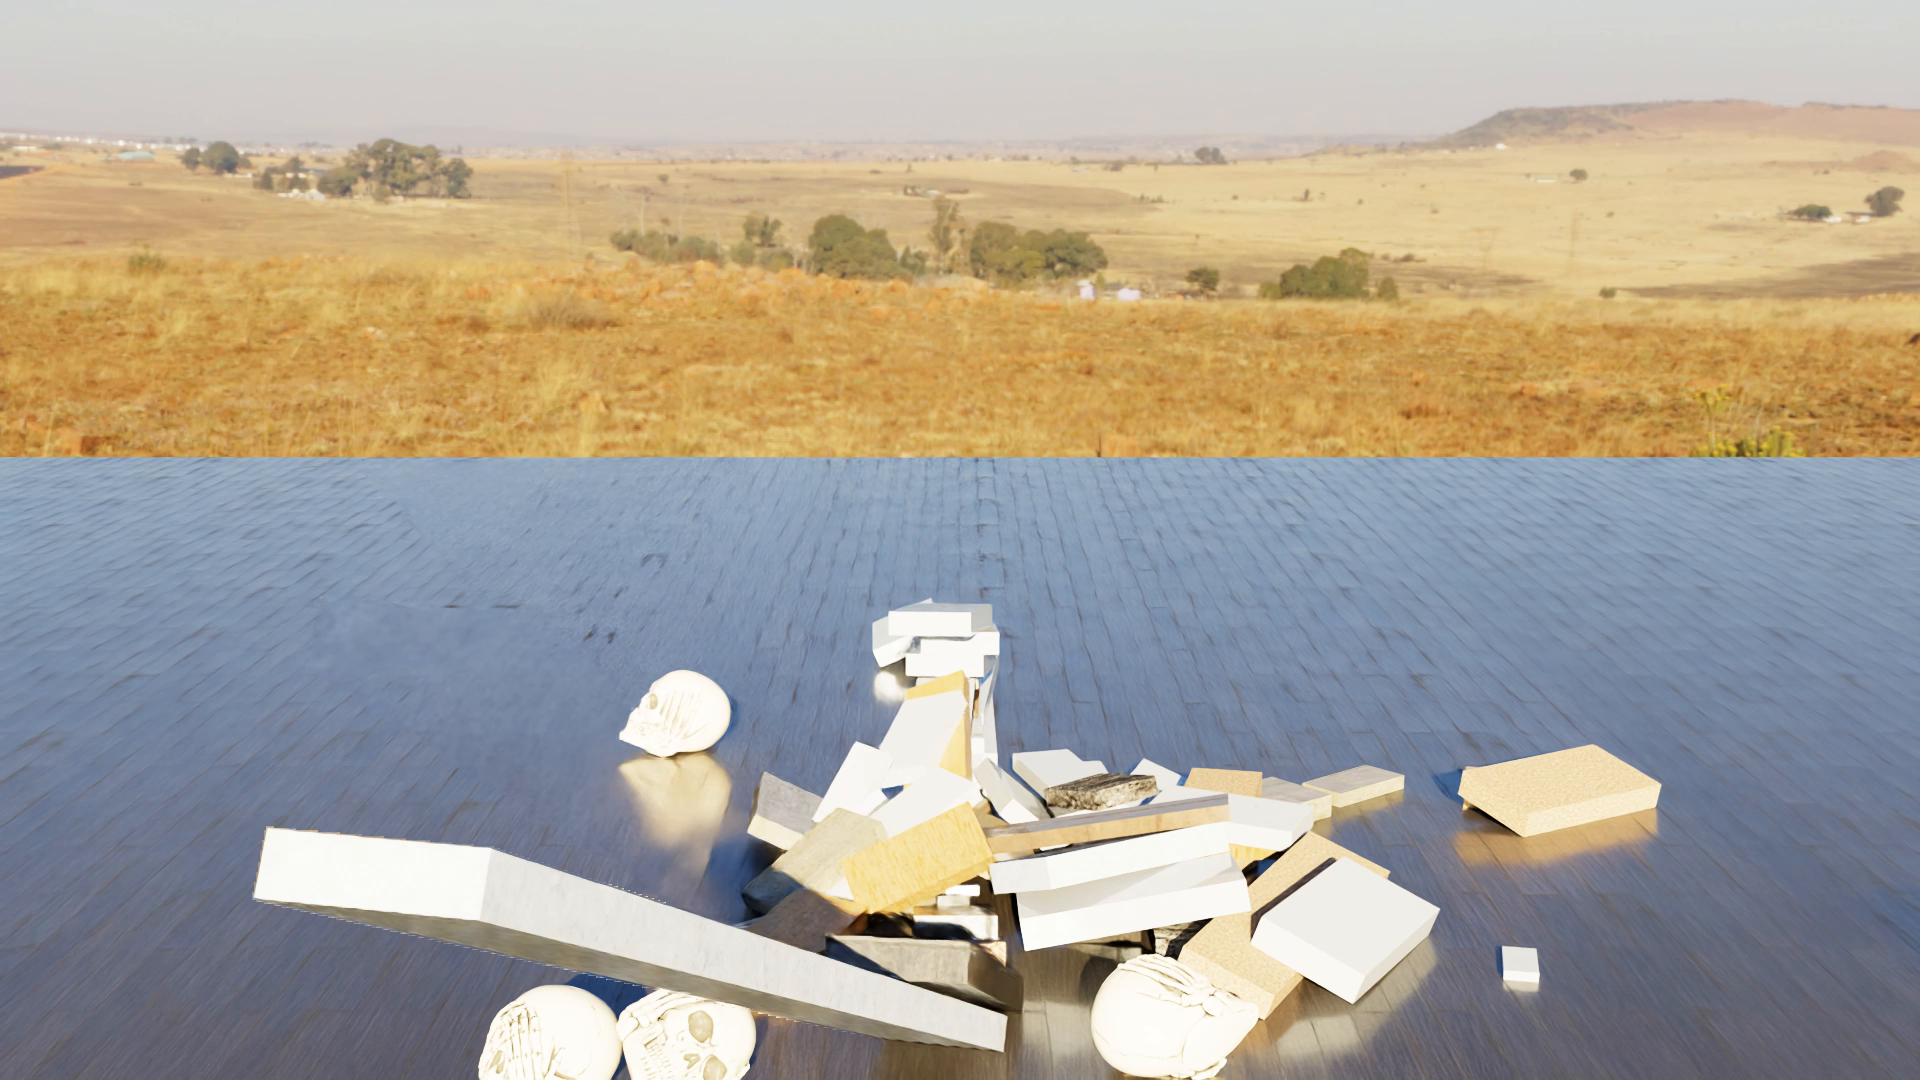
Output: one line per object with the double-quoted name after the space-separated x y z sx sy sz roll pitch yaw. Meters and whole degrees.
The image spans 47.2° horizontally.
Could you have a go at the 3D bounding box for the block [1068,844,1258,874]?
0.352 0.539 3.828 0.297 0.042 0.148 7 13 33 "block"

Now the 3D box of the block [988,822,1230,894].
0.239 0.506 3.506 0.344 0.049 0.172 -6 -7 -31 "block"

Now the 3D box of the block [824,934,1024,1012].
-0.034 0.575 2.893 0.172 0.049 0.629 2 -15 8 "block"

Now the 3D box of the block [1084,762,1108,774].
0.234 0.472 4.216 0.113 0.032 0.225 -1 11 -7 "block"

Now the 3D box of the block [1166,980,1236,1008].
0.356 0.666 3.221 0.102 0.014 0.051 2 11 11 "block"

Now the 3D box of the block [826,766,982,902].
-0.125 0.499 3.668 0.335 0.033 0.116 -35 29 -25 "block"

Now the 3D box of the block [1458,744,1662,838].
1.121 0.465 4.108 0.344 0.049 0.172 -6 25 -31 "block"

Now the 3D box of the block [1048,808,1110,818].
0.215 0.491 3.972 0.095 0.027 0.189 -13 0 -4 "block"

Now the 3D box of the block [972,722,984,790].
-0.007 0.417 4.274 0.103 0.029 0.362 0 11 1 "block"

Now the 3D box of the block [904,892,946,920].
-0.067 0.579 3.590 0.015 0.054 0.108 -40 -10 27 "block"

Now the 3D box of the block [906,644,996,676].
-0.015 0.243 4.491 0.153 0.043 0.307 0 1 6 "block"

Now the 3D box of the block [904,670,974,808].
-0.040 0.377 4.006 0.118 0.034 0.465 -21 23 8 "block"

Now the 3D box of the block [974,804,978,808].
-0.021 0.509 3.910 0.068 0.019 0.137 3 34 18 "block"

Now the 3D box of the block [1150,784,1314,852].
0.460 0.477 3.774 0.263 0.037 0.130 6 16 24 "block"

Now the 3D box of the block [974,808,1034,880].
0.061 0.527 3.755 0.132 0.037 0.264 25 7 -9 "block"

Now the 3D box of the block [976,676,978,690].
-0.021 0.281 4.538 0.116 0.033 0.231 0 1 0 "block"

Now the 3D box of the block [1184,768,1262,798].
0.470 0.470 3.982 0.130 0.037 0.260 2 11 13 "block"

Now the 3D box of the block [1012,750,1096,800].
0.187 0.447 4.177 0.113 0.032 0.225 -3 11 -16 "block"

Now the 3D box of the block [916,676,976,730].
-0.033 0.333 4.264 0.116 0.033 0.302 0 20 3 "block"

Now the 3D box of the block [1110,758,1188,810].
0.352 0.477 4.119 0.094 0.027 0.270 24 16 12 "block"

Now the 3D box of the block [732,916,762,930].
-0.323 0.621 3.439 0.161 0.023 0.081 -9 14 -40 "block"

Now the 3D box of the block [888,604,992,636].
-0.035 0.158 4.390 0.160 0.045 0.320 0 1 8 "block"

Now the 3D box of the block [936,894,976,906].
-0.005 0.583 3.564 0.054 0.015 0.108 -1 -9 6 "block"

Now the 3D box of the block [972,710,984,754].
-0.007 0.377 4.328 0.103 0.029 0.206 0 11 -1 "block"

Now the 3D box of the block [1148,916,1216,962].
0.364 0.604 3.491 0.132 0.037 0.264 0 11 0 "block"

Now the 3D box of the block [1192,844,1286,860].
0.453 0.518 3.753 0.189 0.027 0.094 0 11 -3 "block"

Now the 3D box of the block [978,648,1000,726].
-0.008 0.320 4.758 0.153 0.043 0.571 1 11 4 "block"

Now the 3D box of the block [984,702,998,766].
-0.011 0.322 4.989 0.160 0.045 1.325 0 11 0 "block"

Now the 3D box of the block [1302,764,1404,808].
0.757 0.472 4.229 0.188 0.027 0.094 -9 14 -39 "block"

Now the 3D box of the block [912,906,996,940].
-0.009 0.589 3.390 0.125 0.035 0.249 0 -6 -1 "block"

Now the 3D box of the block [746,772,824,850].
-0.308 0.494 3.938 0.130 0.037 0.260 25 9 -6 "block"

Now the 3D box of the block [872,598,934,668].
-0.130 0.223 5.347 0.160 0.045 0.319 -23 10 2 "block"

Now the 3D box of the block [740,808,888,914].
-0.239 0.533 3.615 0.116 0.033 0.231 11 41 47 "block"

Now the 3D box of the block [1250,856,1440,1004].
0.593 0.590 3.360 0.172 0.049 0.345 28 21 24 "block"

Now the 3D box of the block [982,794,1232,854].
0.228 0.463 3.572 0.422 0.027 0.094 -9 3 8 "block"

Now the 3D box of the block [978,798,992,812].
0.004 0.497 4.008 0.068 0.019 0.137 3 11 18 "block"

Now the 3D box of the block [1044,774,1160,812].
0.252 0.452 3.950 0.118 0.034 0.237 -13 0 -20 "block"

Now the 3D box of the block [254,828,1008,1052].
-0.213 0.455 2.290 0.172 0.049 1.662 3 -15 15 "block"

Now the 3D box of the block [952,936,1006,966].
0.002 0.609 3.252 0.125 0.035 0.249 0 -8 0 "block"

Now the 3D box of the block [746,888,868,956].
-0.250 0.611 3.376 0.125 0.035 0.249 12 18 20 "block"

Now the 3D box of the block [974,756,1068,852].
0.107 0.479 3.949 0.132 0.037 0.264 41 2 -14 "block"

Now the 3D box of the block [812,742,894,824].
-0.189 0.441 3.894 0.081 0.161 0.023 16 -20 40 "block"

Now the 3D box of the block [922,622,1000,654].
-0.002 0.200 4.488 0.153 0.043 0.307 0 1 -1 "block"

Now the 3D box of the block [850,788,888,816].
-0.160 0.488 3.806 0.081 0.023 0.161 -39 -19 -14 "block"

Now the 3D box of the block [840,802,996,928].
-0.067 0.520 3.533 0.231 0.033 0.116 -25 49 -1 "block"

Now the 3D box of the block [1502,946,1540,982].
0.851 0.644 3.340 0.051 0.014 0.102 2 11 12 "block"

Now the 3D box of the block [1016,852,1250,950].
0.263 0.555 3.389 0.345 0.049 0.172 -10 5 1 "block"

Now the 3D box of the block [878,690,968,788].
-0.078 0.361 3.991 0.118 0.034 0.237 -13 25 25 "block"

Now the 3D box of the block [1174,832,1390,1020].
0.513 0.589 3.429 0.149 0.042 0.598 26 20 21 "block"

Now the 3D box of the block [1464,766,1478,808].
1.015 0.476 4.212 0.094 0.027 0.188 3 11 14 "block"

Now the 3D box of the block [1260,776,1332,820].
0.528 0.499 4.043 0.297 0.042 0.149 -9 14 -39 "block"

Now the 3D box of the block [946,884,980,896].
0.004 0.575 3.621 0.054 0.015 0.108 0 -7 1 "block"

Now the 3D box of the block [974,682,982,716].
-0.018 0.323 4.473 0.116 0.033 0.231 0 5 2 "block"

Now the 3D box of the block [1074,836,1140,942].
0.241 0.559 3.620 0.113 0.032 0.385 -2 16 5 "block"
